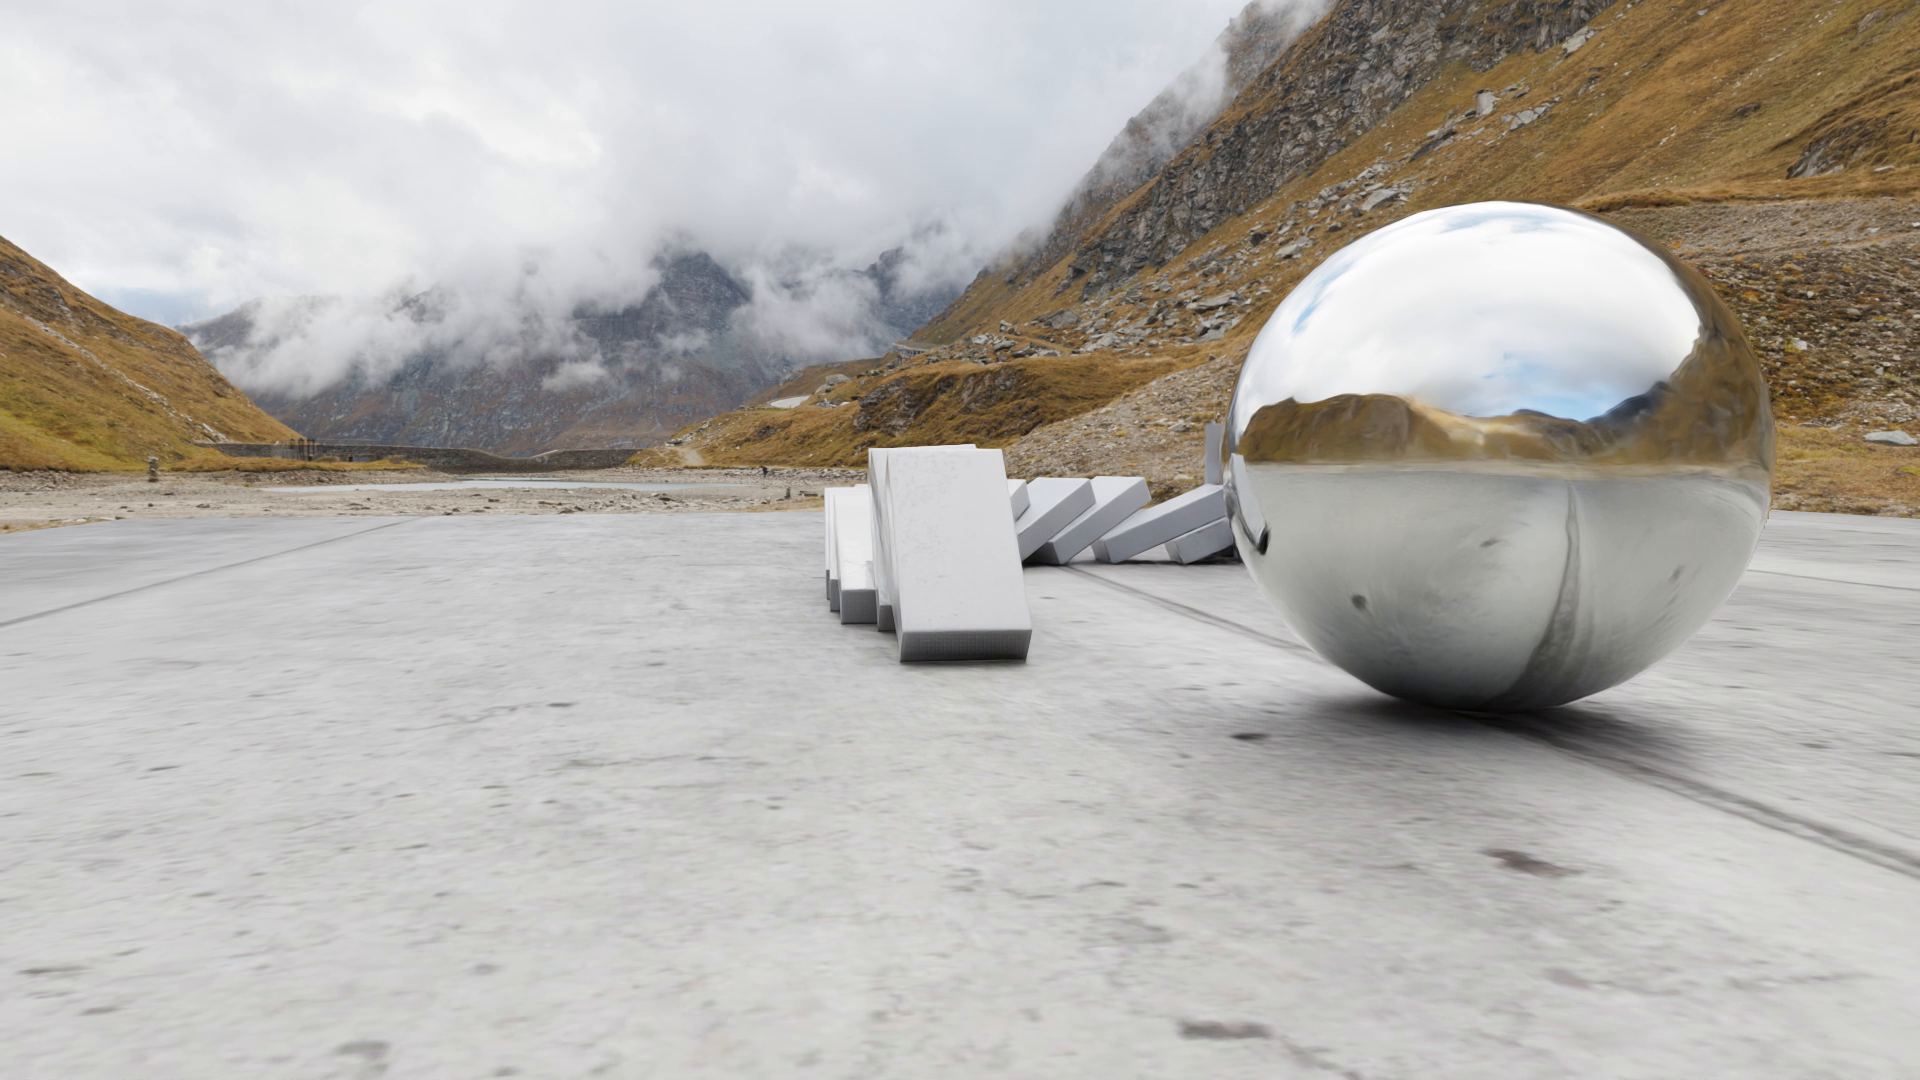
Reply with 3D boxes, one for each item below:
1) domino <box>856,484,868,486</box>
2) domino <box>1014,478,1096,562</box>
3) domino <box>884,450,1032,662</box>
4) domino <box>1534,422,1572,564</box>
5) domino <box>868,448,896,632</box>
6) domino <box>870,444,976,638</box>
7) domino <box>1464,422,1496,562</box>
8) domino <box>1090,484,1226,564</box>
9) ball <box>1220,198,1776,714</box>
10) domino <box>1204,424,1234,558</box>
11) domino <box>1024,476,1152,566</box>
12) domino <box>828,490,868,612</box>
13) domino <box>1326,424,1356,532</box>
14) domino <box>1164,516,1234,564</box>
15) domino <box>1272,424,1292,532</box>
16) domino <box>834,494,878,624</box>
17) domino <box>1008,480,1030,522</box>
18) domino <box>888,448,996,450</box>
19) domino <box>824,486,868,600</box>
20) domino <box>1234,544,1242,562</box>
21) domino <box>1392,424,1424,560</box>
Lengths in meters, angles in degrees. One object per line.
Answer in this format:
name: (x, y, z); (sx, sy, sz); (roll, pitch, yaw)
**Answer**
domino: (-0.023, -0.002, 0.395); (0.025, 0.010, 0.050); (0, 29, 4)
domino: (0.023, -0.007, 0.454); (0.025, 0.010, 0.050); (4, 31, 45)
domino: (-0.001, 0.002, 0.265); (0.025, 0.010, 0.050); (-1, 48, -8)
domino: (0.214, -0.017, 0.464); (0.009, 0.050, 0.025); (2, 5, 21)
domino: (-0.008, -0.001, 0.305); (0.025, 0.010, 0.050); (-1, 48, -8)
domino: (-0.005, -0.001, 0.292); (0.025, 0.010, 0.050); (-4, 48, -10)
domino: (0.191, -0.018, 0.473); (0.010, 0.050, 0.025); (2, 5, 22)
domino: (0.073, -0.006, 0.465); (0.050, 0.009, 0.025); (-23, 7, -6)
ball: (0.082, -0.013, 0.204); (0.080, 0.080, 0.080); (0, 4, 0)
domino: (0.105, -0.019, 0.483); (0.025, 0.050, 0.009); (1, 4, 14)
domino: (0.044, -0.008, 0.467); (0.050, 0.009, 0.025); (-34, 23, -31)
domino: (-0.023, 0.002, 0.347); (0.025, 0.010, 0.050); (0, 29, -6)
domino: (0.145, -0.019, 0.490); (0.010, 0.050, 0.025); (1, 5, 18)
domino: (0.100, -0.006, 0.463); (0.050, 0.009, 0.025); (-22, 5, 0)
domino: (0.122, -0.020, 0.497); (0.009, 0.050, 0.025); (1, 4, 8)
domino: (-0.018, 0.004, 0.324); (0.025, 0.010, 0.050); (-1, 29, -8)
domino: (0.002, -0.005, 0.438); (0.025, 0.010, 0.050); (2, 30, 28)
domino: (-0.002, 0.001, 0.278); (0.025, 0.009, 0.050); (-1, 48, -8)
domino: (-0.026, 0.000, 0.371); (0.025, 0.010, 0.050); (-2, 29, -5)
domino: (0.127, 0.003, 0.464); (0.050, 0.010, 0.025); (0, 4, -1)
domino: (0.168, -0.019, 0.482); (0.010, 0.050, 0.025); (2, 5, 21)
